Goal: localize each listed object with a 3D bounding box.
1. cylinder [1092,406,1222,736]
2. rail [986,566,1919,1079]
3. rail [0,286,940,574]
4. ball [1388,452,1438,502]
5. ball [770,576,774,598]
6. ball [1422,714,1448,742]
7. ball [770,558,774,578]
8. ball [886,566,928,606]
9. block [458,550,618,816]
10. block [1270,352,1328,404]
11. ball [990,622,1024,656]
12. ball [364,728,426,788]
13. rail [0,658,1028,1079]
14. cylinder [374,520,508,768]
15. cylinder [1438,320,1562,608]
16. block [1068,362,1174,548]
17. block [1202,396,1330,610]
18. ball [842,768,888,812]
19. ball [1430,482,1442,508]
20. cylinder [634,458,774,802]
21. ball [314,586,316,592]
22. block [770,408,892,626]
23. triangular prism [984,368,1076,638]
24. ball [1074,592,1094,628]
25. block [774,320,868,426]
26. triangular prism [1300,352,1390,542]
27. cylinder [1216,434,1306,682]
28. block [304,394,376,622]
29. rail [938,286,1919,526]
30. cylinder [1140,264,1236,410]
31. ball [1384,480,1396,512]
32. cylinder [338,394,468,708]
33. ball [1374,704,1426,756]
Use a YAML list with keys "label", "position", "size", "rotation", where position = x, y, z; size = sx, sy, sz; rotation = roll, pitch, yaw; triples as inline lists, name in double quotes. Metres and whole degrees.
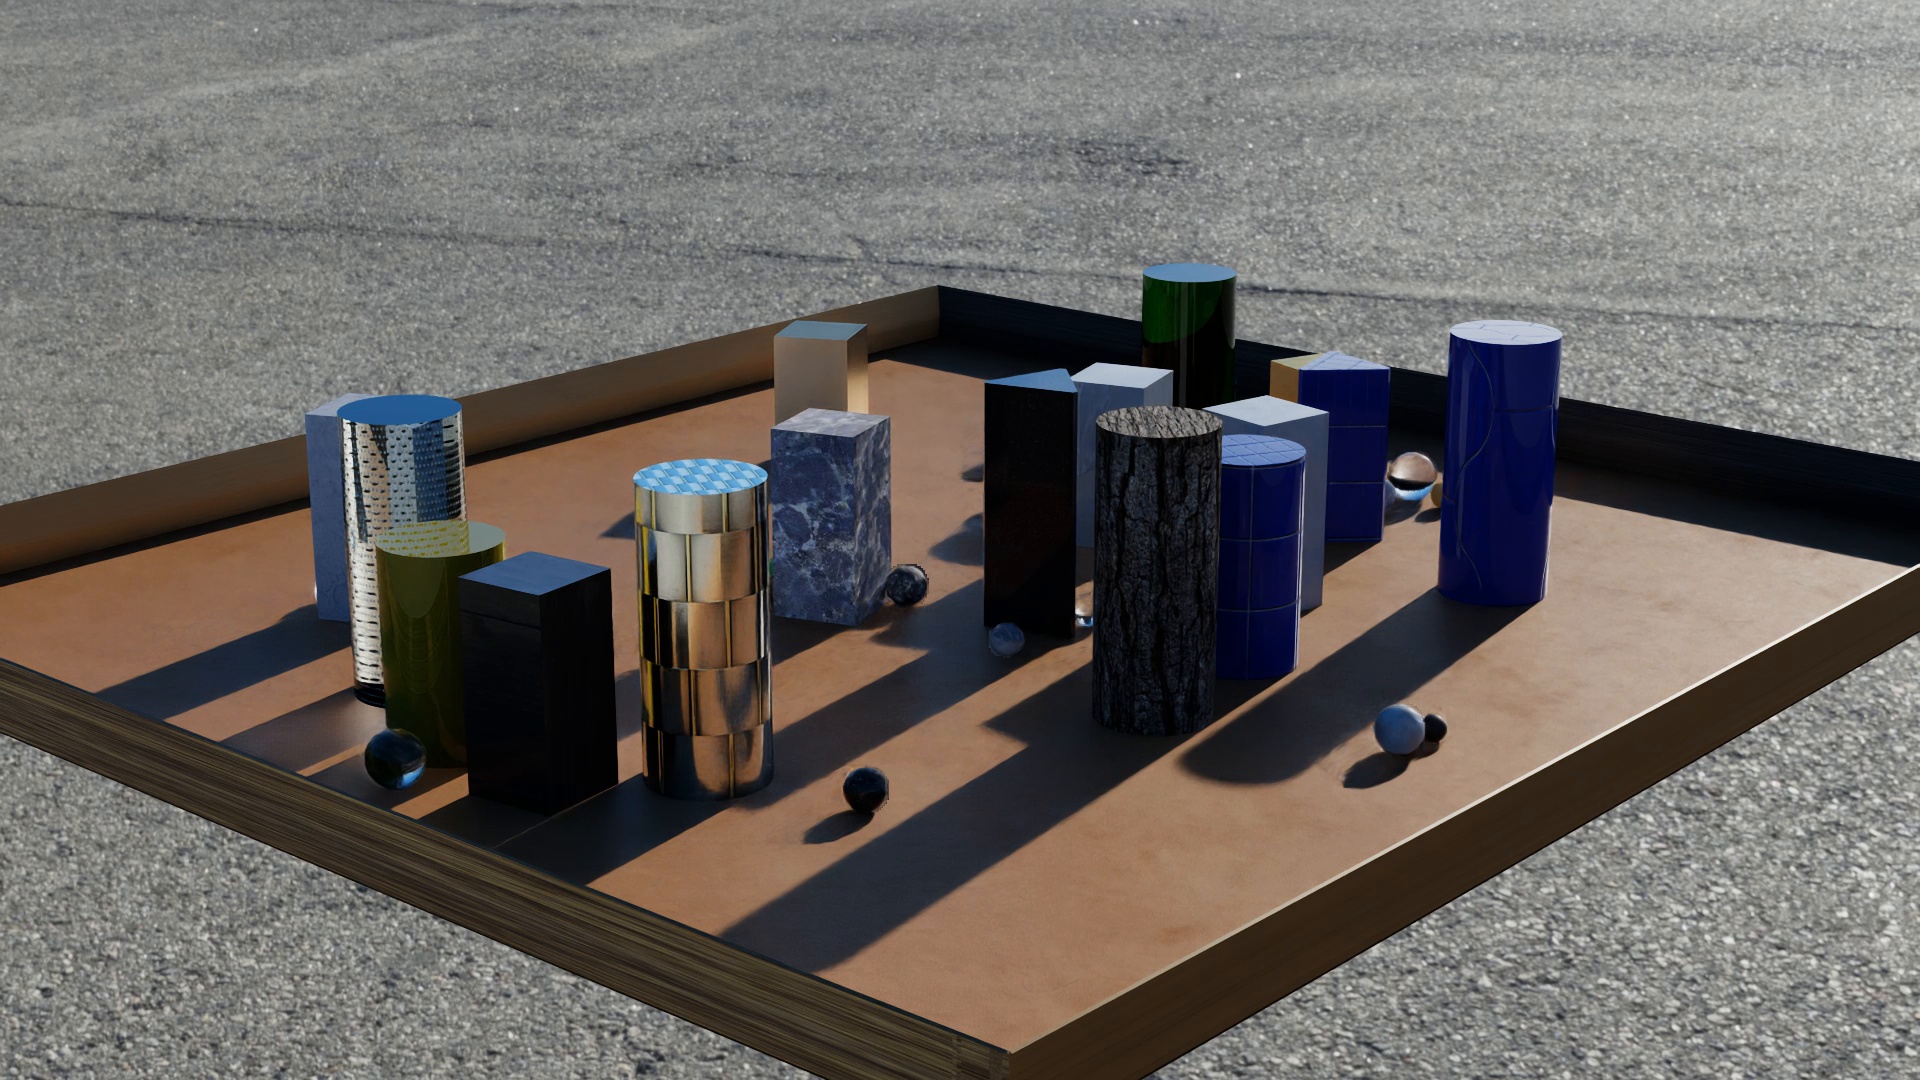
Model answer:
- label: "cylinder"
  position: [0.300, 0.046, 4.476]
  size: [0.190, 0.469, 0.190]
  rotation: [0, 17, 0]
- label: "rail"
  position: [1.011, 0.285, 4.280]
  size: [0.045, 0.124, 2.977]
  rotation: [14, 22, 39]
- label: "rail"
  position: [-1.011, -0.223, 5.961]
  size: [0.045, 0.124, 2.977]
  rotation: [14, 22, 39]
- label: "ball"
  position: [0.877, -0.123, 5.683]
  size: [0.095, 0.095, 0.095]
  rotation: [0, 17, 0]
- label: "ball"
  position: [-0.310, 0.081, 5.087]
  size: [0.049, 0.049, 0.049]
  rotation: [0, 17, 0]
- label: "ball"
  position: [0.714, 0.284, 4.426]
  size: [0.043, 0.043, 0.043]
  rotation: [0, 17, 0]
- label: "ball"
  position: [-0.297, 0.050, 5.145]
  size: [0.075, 0.075, 0.075]
  rotation: [0, 17, 0]
- label: "ball"
  position: [-0.092, 0.079, 5.054]
  size: [0.071, 0.071, 0.071]
  rotation: [0, 17, 0]
- label: "block"
  position: [-0.602, 0.203, 4.199]
  size: [0.152, 0.328, 0.152]
  rotation: [11, 20, 32]
- label: "block"
  position: [0.707, -0.216, 5.705]
  size: [0.152, 0.260, 0.152]
  rotation: [-9, 19, -28]
- label: "ball"
  position: [0.078, 0.162, 4.805]
  size: [0.057, 0.057, 0.057]
  rotation: [0, 17, 0]
- label: "ball"
  position: [-0.818, 0.316, 4.244]
  size: [0.087, 0.087, 0.087]
  rotation: [0, 17, 0]
- label: "rail"
  position: [-0.960, 0.351, 4.062]
  size: [2.725, 0.124, 0.045]
  rotation: [14, 22, 39]
- label: "cylinder"
  position: [-0.765, 0.154, 4.368]
  size: [0.190, 0.326, 0.190]
  rotation: [0, 17, 0]
- label: "cylinder"
  position: [0.934, -0.133, 5.081]
  size: [0.190, 0.464, 0.190]
  rotation: [0, 17, 0]
- label: "block"
  position: [0.292, -0.153, 5.408]
  size: [0.152, 0.311, 0.152]
  rotation: [7, 18, 23]
- label: "block"
  position: [0.519, -0.056, 5.030]
  size: [0.152, 0.344, 0.152]
  rotation: [-13, 21, -36]
- label: "ball"
  position: [-0.134, 0.354, 4.158]
  size: [0.064, 0.064, 0.064]
  rotation: [0, 17, 0]
- label: "ball"
  position: [0.932, -0.087, 5.635]
  size: [0.054, 0.054, 0.054]
  rotation: [0, 17, 0]
- label: "cylinder"
  position: [-0.368, 0.128, 4.226]
  size: [0.190, 0.457, 0.190]
  rotation: [0, 17, 0]
- label: "ball"
  position: [-1.093, 0.085, 5.077]
  size: [0.047, 0.047, 0.047]
  rotation: [0, 17, 0]
- label: "block"
  position: [-0.218, -0.041, 5.005]
  size: [0.152, 0.330, 0.152]
  rotation: [7, 18, 22]
- label: "triangular prism"
  position: [0.144, -0.067, 4.931]
  size: [0.165, 0.423, 0.143]
  rotation: [8, 18, 24]
- label: "ball"
  position: [0.217, 0.118, 4.948]
  size: [0.058, 0.058, 0.058]
  rotation: [0, 17, 0]
- label: "block"
  position: [-0.280, -0.293, 5.941]
  size: [0.152, 0.271, 0.152]
  rotation: [4, 17, 13]
- label: "triangular prism"
  position: [0.698, -0.175, 5.453]
  size: [0.165, 0.328, 0.143]
  rotation: [-1, 17, -3]
- label: "cylinder"
  position: [0.457, 0.027, 4.732]
  size: [0.190, 0.358, 0.190]
  rotation: [0, 17, 0]
- label: "block"
  position: [-0.999, -0.053, 4.993]
  size: [0.152, 0.360, 0.152]
  rotation: [5, 17, 16]
- label: "rail"
  position: [0.960, -0.289, 6.180]
  size: [2.725, 0.124, 0.045]
  rotation: [14, 22, 39]
- label: "cylinder"
  position: [0.464, -0.359, 5.974]
  size: [0.190, 0.379, 0.190]
  rotation: [0, 17, 0]
- label: "ball"
  position: [0.801, -0.086, 5.610]
  size: [0.067, 0.067, 0.067]
  rotation: [0, 17, 0]
- label: "cylinder"
  position: [-0.865, 0.018, 4.590]
  size: [0.190, 0.458, 0.190]
  rotation: [0, 17, 0]
- label: "ball"
  position: [0.655, 0.283, 4.373]
  size: [0.076, 0.076, 0.076]
  rotation: [0, 17, 0]
